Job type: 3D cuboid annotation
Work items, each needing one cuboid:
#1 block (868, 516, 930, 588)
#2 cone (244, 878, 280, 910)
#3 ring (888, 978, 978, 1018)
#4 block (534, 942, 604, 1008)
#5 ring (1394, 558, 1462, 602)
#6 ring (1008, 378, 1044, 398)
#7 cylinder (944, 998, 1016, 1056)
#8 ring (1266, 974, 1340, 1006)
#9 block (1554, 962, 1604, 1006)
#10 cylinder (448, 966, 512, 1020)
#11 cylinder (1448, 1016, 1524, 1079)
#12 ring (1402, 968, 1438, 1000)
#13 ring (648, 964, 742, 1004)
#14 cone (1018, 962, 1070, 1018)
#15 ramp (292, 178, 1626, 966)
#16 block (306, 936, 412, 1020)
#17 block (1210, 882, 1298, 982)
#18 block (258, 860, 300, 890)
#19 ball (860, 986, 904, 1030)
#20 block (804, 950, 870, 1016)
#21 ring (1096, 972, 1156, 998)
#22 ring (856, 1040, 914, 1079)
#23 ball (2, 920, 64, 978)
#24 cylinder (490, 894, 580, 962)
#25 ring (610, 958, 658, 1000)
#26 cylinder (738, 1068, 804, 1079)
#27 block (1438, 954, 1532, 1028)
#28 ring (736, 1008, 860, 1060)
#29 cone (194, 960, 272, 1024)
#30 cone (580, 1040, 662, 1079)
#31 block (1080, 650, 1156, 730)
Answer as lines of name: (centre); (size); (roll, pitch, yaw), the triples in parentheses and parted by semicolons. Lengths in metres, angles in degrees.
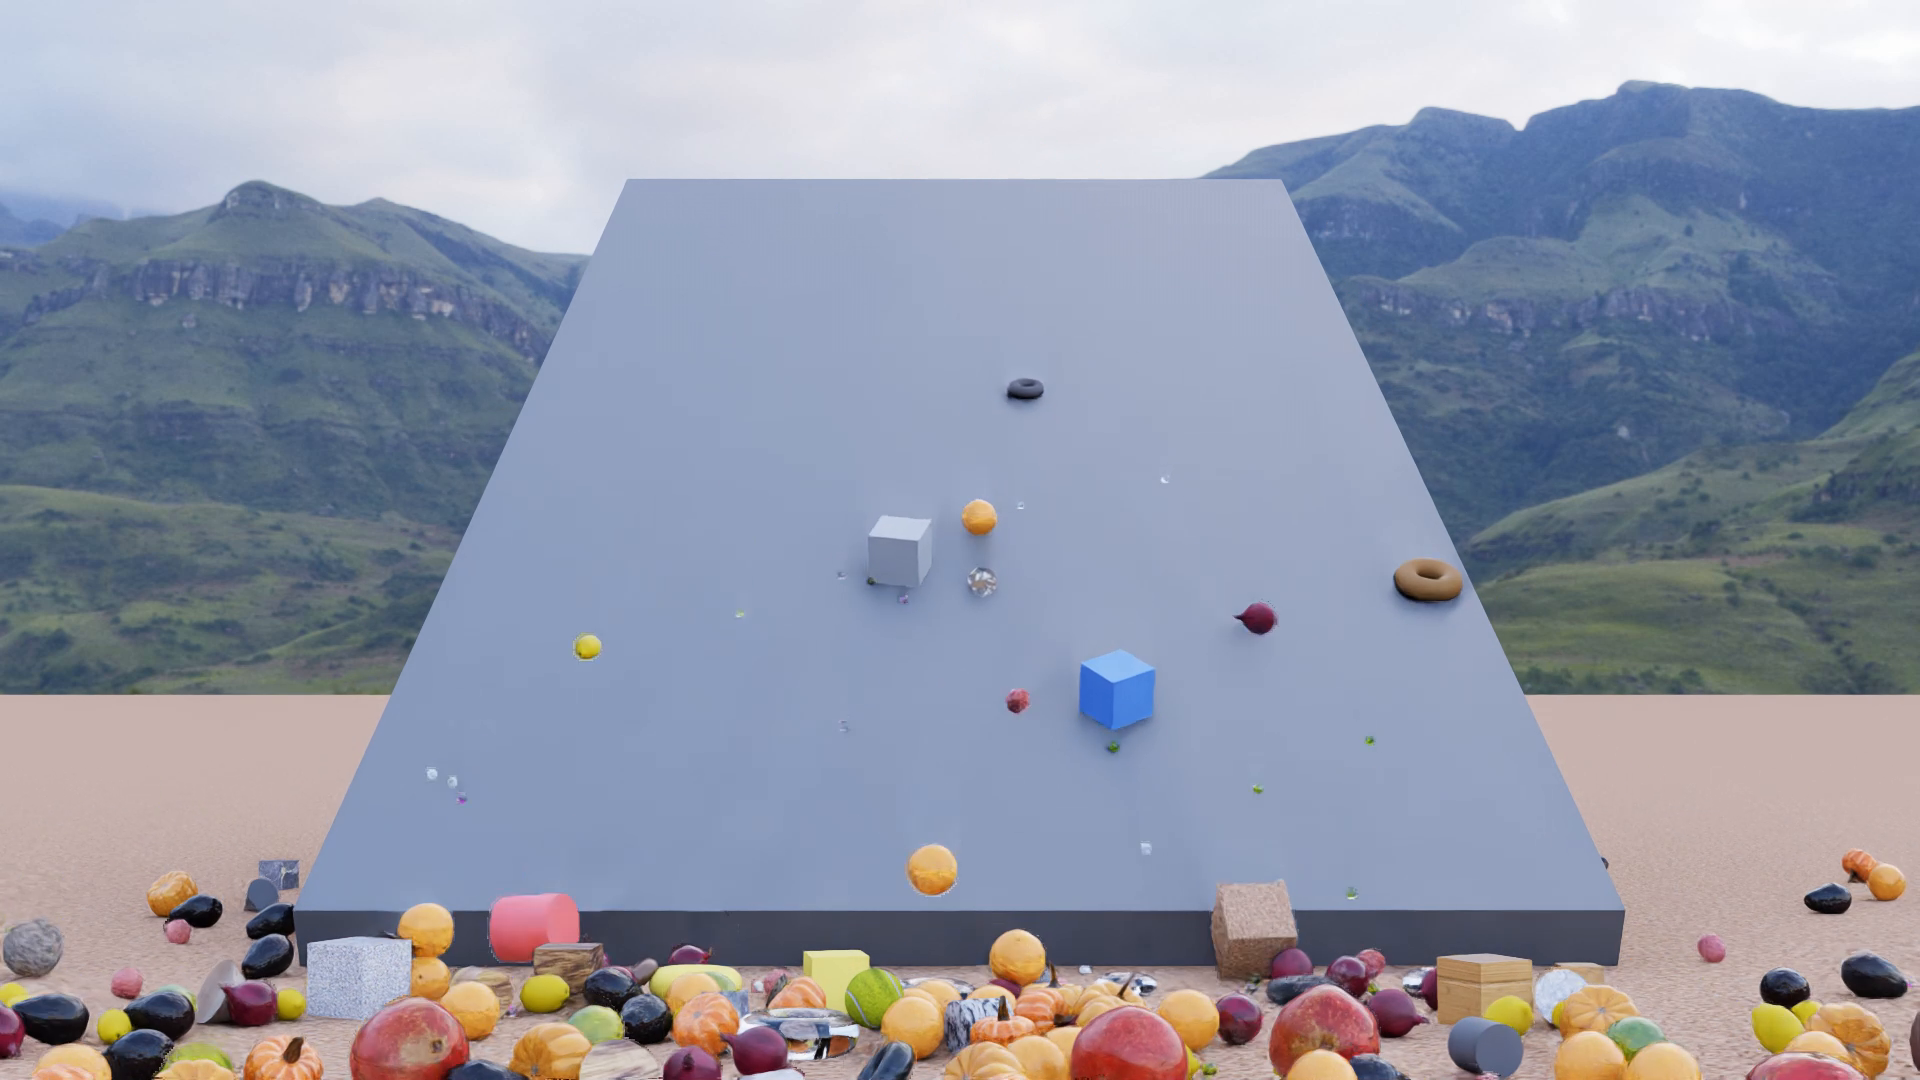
block: (-0.117, 0.022, 4.551); (0.100, 0.100, 0.100); (6, 25, 12)
cone: (-1.340, 0.688, 4.426); (0.067, 0.067, 0.067); (-36, -21, 27)
ring: (-0.038, 0.594, 3.032); (0.123, 0.041, 0.123); (1, -3, 0)
block: (-0.523, 0.582, 3.121); (0.076, 0.076, 0.076); (0, -4, 3)
ring: (0.904, 0.076, 4.505); (0.130, 0.043, 0.130); (2, 28, -1)
ring: (0.154, -0.354, 5.463); (0.087, 0.029, 0.087); (1, 24, 0)
cylinder: (0.022, 0.562, 2.698); (0.062, 0.062, 0.062); (2, -4, -25)
ring: (0.460, 0.604, 3.126); (0.098, 0.033, 0.098); (-2, -2, 0)
block: (0.827, 0.594, 3.117); (0.052, 0.052, 0.052); (0, -4, 0)
cylinder: (-0.614, 0.580, 2.988); (0.063, 0.063, 0.063); (2, -4, -33)
cylinder: (0.573, 0.554, 2.547); (0.059, 0.059, 0.059); (1, -4, -18)
ring: (0.661, 0.605, 3.182); (0.113, 0.038, 0.113); (1, -5, 0)
ring: (-0.359, 0.602, 3.170); (0.127, 0.042, 0.127); (1, -4, 0)
cone: (0.108, 0.579, 3.018); (0.068, 0.068, 0.068); (0, -4, 0)
ramp: (-0.008, -0.229, 5.342); (2.000, 0.100, 4.000); (0, 25, 0)
block: (-0.779, 0.568, 3.028); (0.093, 0.093, 0.093); (-2, -4, 27)
block: (0.422, 0.564, 3.359); (0.099, 0.099, 0.099); (-1, -47, -5)
block: (-1.435, 0.705, 4.917); (0.058, 0.058, 0.058); (-2, -4, 23)
ball: (-0.096, 0.577, 2.878); (0.054, 0.054, 0.054); (0, -4, 0)
block: (-0.162, 0.577, 3.045); (0.075, 0.075, 0.075); (1, -4, -12)
ring: (0.230, 0.612, 3.214); (0.083, 0.028, 0.083); (1, -5, 0)
ring: (-0.078, 0.529, 2.286); (0.030, 0.089, 0.089); (39, -8, -4)
ball: (-1.353, 0.596, 3.409); (0.084, 0.084, 0.084); (0, -4, 0)
cylinder: (-0.606, 0.553, 3.330); (0.093, 0.093, 0.093); (-7, -6, 20)
ring: (-0.442, 0.595, 3.163); (0.075, 0.025, 0.075); (-38, 2, 2)
cylinder: (-0.181, 0.536, 2.231); (0.054, 0.054, 0.054); (-3, -5, 43)
block: (0.658, 0.566, 2.928); (0.082, 0.082, 0.082); (2, -4, -28)
ring: (-0.187, 0.570, 2.696); (0.143, 0.048, 0.143); (1, -5, 0)
cone: (-0.912, 0.591, 2.970); (0.087, 0.087, 0.087); (35, -23, -32)
cone: (-0.350, 0.549, 2.312); (0.085, 0.085, 0.085); (2, -31, -31)
block: (0.272, 0.258, 4.044); (0.091, 0.091, 0.091); (-16, 29, -32)
